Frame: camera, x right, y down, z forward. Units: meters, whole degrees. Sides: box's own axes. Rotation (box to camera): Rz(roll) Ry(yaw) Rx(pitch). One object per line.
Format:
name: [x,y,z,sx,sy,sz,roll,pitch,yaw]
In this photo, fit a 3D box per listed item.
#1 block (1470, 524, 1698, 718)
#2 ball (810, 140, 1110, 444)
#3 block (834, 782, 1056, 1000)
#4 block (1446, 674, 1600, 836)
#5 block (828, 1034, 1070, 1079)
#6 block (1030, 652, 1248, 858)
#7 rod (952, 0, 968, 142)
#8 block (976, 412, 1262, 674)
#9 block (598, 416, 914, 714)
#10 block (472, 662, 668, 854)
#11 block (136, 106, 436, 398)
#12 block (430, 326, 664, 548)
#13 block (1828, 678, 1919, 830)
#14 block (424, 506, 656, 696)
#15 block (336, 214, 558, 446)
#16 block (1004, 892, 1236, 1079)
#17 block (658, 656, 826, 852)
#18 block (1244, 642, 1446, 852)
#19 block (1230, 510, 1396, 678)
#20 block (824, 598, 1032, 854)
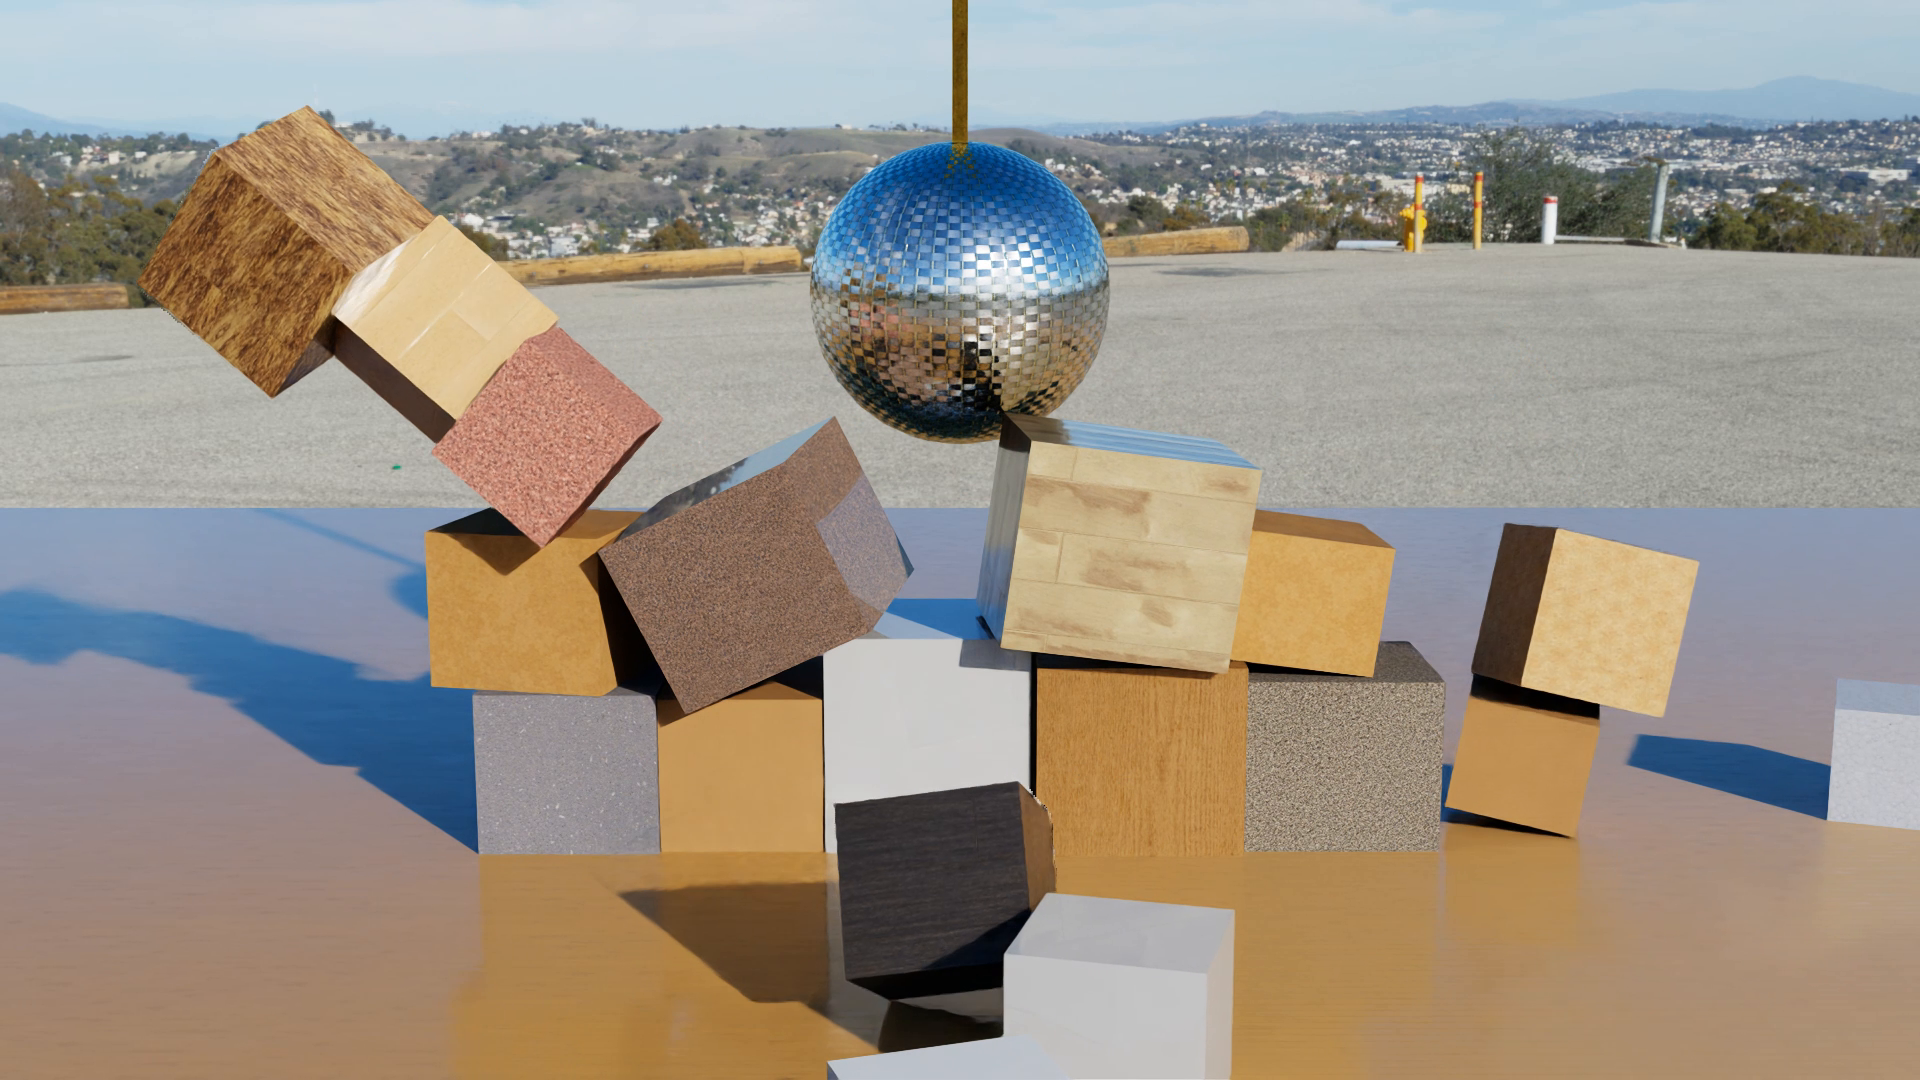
block: [3.221,0.406,11.393,0.769,0.811,0.712,13,1,-7]
ball: [0.000,-1.308,11.678,1.600,1.600,1.600,0,10,0]
block: [-0.032,1.418,8.812,0.739,0.684,0.723,-8,-19,10]
block: [2.940,1.113,11.478,0.659,0.587,0.601,13,12,14]
block: [0.010,1.992,6.656,0.665,0.698,0.664,-3,11,-18]
block: [0.894,1.007,11.344,1.032,0.960,1.050,0,10,0]
rod: [0.000,-4.555,10.671,0.080,5.200,0.080,0,17,0]
block: [0.759,-0.004,10.957,1.121,1.006,0.986,7,10,-8]
block: [-0.984,0.103,10.942,1.035,0.900,1.073,-24,10,15]
block: [-1.944,1.077,11.364,0.900,0.815,0.985,0,10,0]
block: [-3.205,-1.382,10.519,0.827,0.879,0.774,41,32,-5]
block: [-1.978,-0.506,10.632,0.687,0.717,0.663,41,10,-5]
block: [4.955,1.133,11.653,0.620,0.602,0.706,4,11,22]
block: [-2.109,0.294,11.202,0.906,0.784,0.807,2,11,13]
block: [-2.526,-0.992,10.795,0.716,0.747,0.676,-50,5,-19]
block: [0.596,1.752,8.098,0.726,0.655,0.667,3,11,15]
block: [-1.084,1.089,11.385,0.818,0.784,0.944,0,10,0]
block: [1.908,1.049,11.365,0.977,0.869,0.905,0,10,0]
block: [1.698,0.249,11.207,0.767,0.656,0.724,7,10,-5]
block: [-0.158,0.938,11.348,1.020,1.095,0.967,0,10,0]
